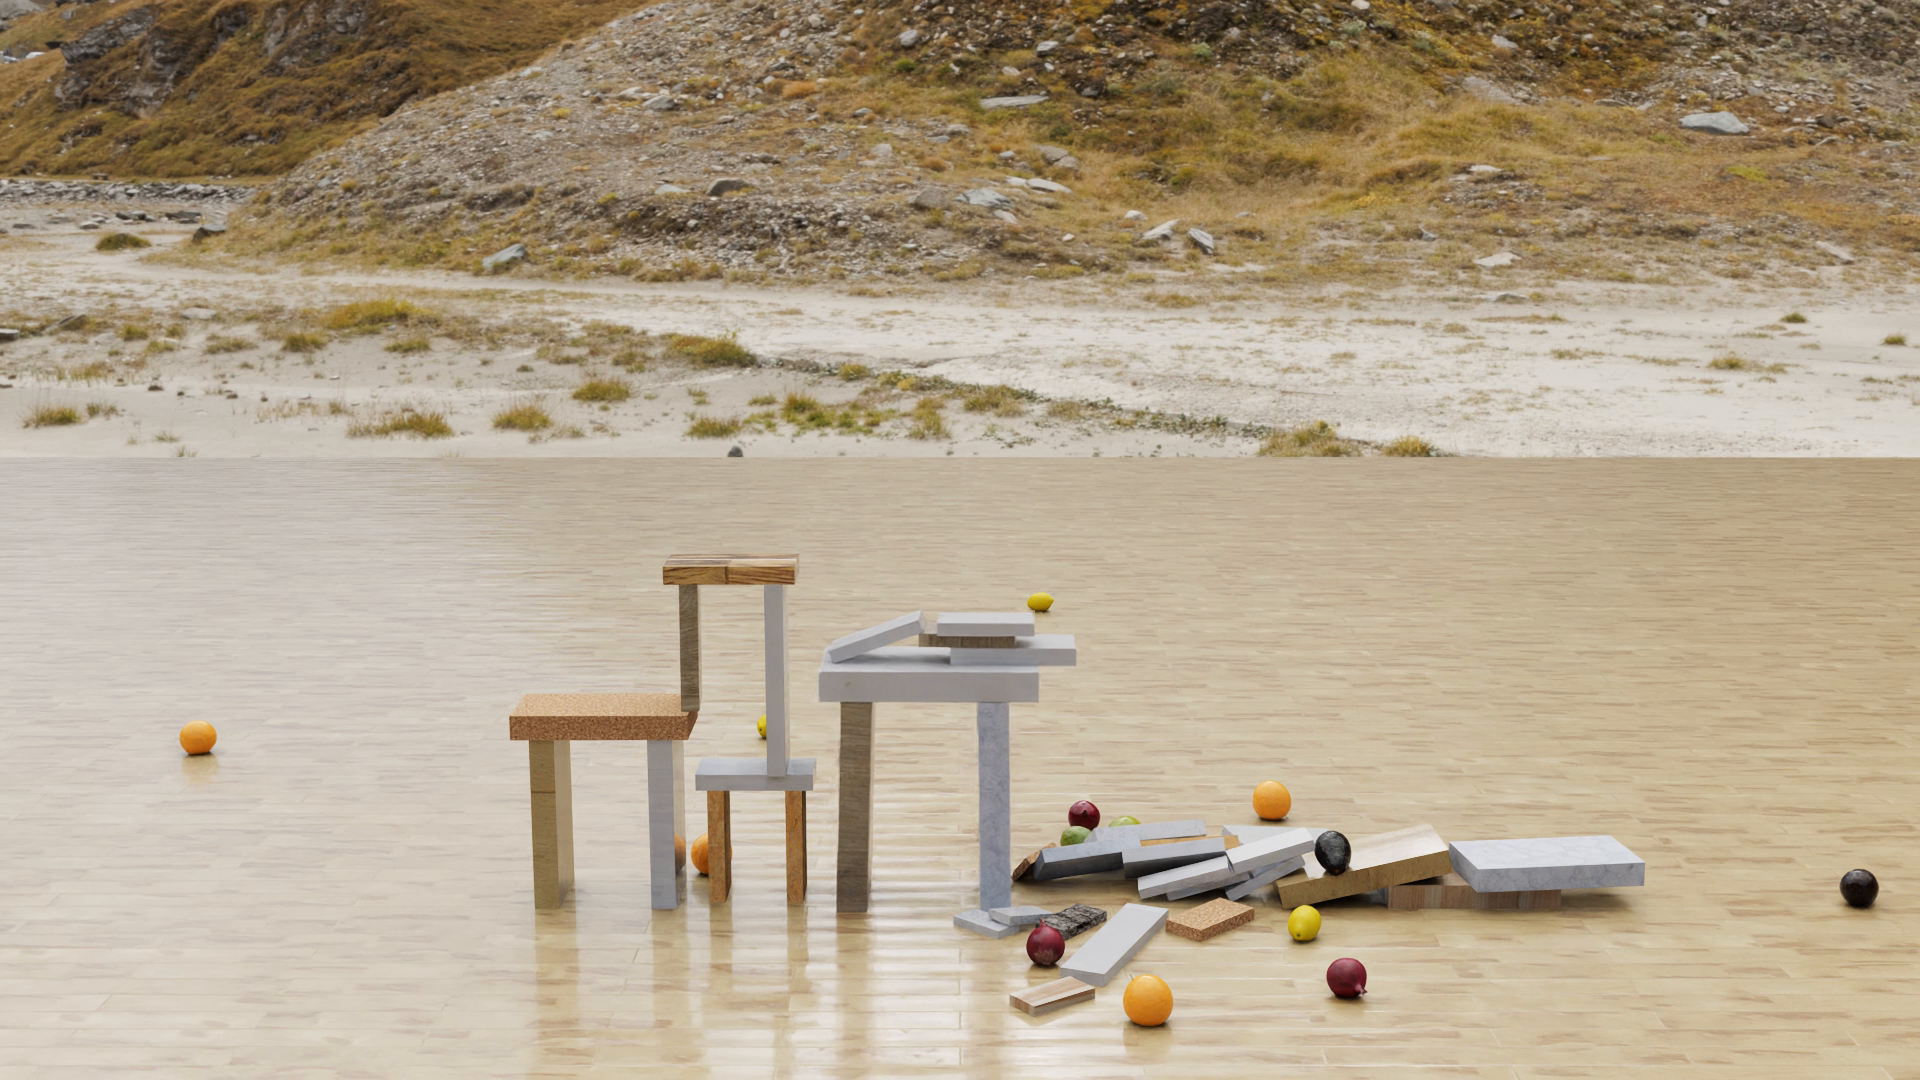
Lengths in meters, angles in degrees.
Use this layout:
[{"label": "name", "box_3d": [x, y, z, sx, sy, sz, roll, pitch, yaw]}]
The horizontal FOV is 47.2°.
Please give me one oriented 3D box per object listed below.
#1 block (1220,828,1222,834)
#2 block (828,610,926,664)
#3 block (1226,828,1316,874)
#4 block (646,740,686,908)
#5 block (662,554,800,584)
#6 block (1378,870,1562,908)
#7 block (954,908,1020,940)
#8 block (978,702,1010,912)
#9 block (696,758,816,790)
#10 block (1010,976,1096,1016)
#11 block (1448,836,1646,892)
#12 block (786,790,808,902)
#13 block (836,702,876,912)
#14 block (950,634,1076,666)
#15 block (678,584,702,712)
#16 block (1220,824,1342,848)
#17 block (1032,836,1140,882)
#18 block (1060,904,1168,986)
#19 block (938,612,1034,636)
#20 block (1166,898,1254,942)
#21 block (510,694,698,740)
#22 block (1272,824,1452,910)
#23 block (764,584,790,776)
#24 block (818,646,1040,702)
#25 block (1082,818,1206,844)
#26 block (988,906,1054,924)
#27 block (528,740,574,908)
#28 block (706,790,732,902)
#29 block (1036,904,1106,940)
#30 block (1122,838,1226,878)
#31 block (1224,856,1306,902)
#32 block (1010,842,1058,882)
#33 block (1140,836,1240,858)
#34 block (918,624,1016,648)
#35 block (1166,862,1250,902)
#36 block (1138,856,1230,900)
[{"label": "block", "box_3d": [0.495, 0.541, 3.877, 0.070, 0.020, 0.140, 1, 11, 6]}, {"label": "block", "box_3d": [-0.134, 0.157, 3.588, 0.156, 0.022, 0.078, -19, 9, 6]}, {"label": "block", "box_3d": [0.514, 0.514, 3.639, 0.139, 0.020, 0.069, -17, 10, 0]}, {"label": "block", "box_3d": [-0.485, 0.450, 3.642, 0.041, 0.286, 0.143, 0, 11, 0]}, {"label": "block", "box_3d": [-0.370, 0.047, 3.566, 0.211, 0.030, 0.105, 0, 11, 0]}, {"label": "block", "box_3d": [0.841, 0.571, 3.663, 0.282, 0.040, 0.141, 0, 11, 0]}, {"label": "block", "box_3d": [0.042, 0.613, 3.509, 0.099, 0.014, 0.049, 10, 14, 43]}, {"label": "block", "box_3d": [0.056, 0.417, 3.635, 0.050, 0.352, 0.176, -1, 11, 0]}, {"label": "block", "box_3d": [-0.336, 0.387, 3.636, 0.192, 0.027, 0.096, 0, 11, 0]}, {"label": "block", "box_3d": [0.135, 0.666, 3.212, 0.115, 0.016, 0.058, -8, 13, -37]}, {"label": "block", "box_3d": [0.968, 0.535, 3.637, 0.282, 0.040, 0.141, -1, 11, -7]}, {"label": "block", "box_3d": [-0.272, 0.495, 3.656, 0.027, 0.192, 0.096, 0, 11, 0]}, {"label": "block", "box_3d": [-0.171, 0.417, 3.634, 0.050, 0.352, 0.176, 2, 11, 0]}, {"label": "block", "box_3d": [0.086, 0.180, 3.595, 0.202, 0.029, 0.101, 0, 11, 1]}, {"label": "block", "box_3d": [-0.440, 0.165, 3.594, 0.030, 0.211, 0.105, 0, 11, -4]}, {"label": "block", "box_3d": [0.568, 0.531, 3.831, 0.203, 0.029, 0.101, 4, 12, -17]}, {"label": "block", "box_3d": [0.214, 0.539, 3.718, 0.171, 0.024, 0.085, -6, -29, -14]}, {"label": "block", "box_3d": [0.243, 0.627, 3.418, 0.070, 0.020, 0.304, 5, 11, 23]}, {"label": "block", "box_3d": [0.042, 0.137, 3.565, 0.156, 0.022, 0.078, 0, 11, 1]}, {"label": "block", "box_3d": [0.401, 0.608, 3.520, 0.070, 0.020, 0.140, 10, 14, 43]}, {"label": "block", "box_3d": [-0.582, 0.290, 3.608, 0.286, 0.041, 0.143, 0, 11, 0]}, {"label": "block", "box_3d": [0.661, 0.541, 3.652, 0.282, 0.040, 0.141, -13, 10, 2]}, {"label": "block", "box_3d": [-0.299, 0.219, 3.598, 0.030, 0.318, 0.105, 0, 11, 0]}, {"label": "block", "box_3d": [-0.049, 0.219, 3.598, 0.352, 0.050, 0.176, 0, 11, 0]}, {"label": "block", "box_3d": [0.312, 0.522, 3.786, 0.203, 0.029, 0.101, -2, -30, -19]}, {"label": "block", "box_3d": [0.098, 0.601, 3.520, 0.099, 0.014, 0.050, 5, 3, -43]}, {"label": "block", "box_3d": [-0.675, 0.450, 3.641, 0.041, 0.286, 0.143, 0, 11, 0]}, {"label": "block", "box_3d": [-0.400, 0.495, 3.656, 0.027, 0.192, 0.096, 0, 11, 0]}, {"label": "block", "box_3d": [0.178, 0.610, 3.515, 0.058, 0.016, 0.115, 8, 13, 37]}, {"label": "block", "box_3d": [0.361, 0.536, 3.702, 0.171, 0.024, 0.085, -7, -27, 4]}, {"label": "block", "box_3d": [0.504, 0.550, 3.652, 0.139, 0.020, 0.069, -28, 9, 6]}, {"label": "block", "box_3d": [0.127, 0.550, 3.755, 0.014, 0.050, 0.099, 46, 28, 16]}, {"label": "block", "box_3d": [0.385, 0.535, 3.759, 0.171, 0.024, 0.085, -3, -27, -5]}, {"label": "block", "box_3d": [0.012, 0.156, 3.583, 0.156, 0.022, 0.078, 1, 11, 3]}, {"label": "block", "box_3d": [0.409, 0.562, 3.660, 0.139, 0.020, 0.069, -16, 10, 4]}, {"label": "block", "box_3d": [0.371, 0.558, 3.640, 0.152, 0.016, 0.058, -15, 10, 7]}]
